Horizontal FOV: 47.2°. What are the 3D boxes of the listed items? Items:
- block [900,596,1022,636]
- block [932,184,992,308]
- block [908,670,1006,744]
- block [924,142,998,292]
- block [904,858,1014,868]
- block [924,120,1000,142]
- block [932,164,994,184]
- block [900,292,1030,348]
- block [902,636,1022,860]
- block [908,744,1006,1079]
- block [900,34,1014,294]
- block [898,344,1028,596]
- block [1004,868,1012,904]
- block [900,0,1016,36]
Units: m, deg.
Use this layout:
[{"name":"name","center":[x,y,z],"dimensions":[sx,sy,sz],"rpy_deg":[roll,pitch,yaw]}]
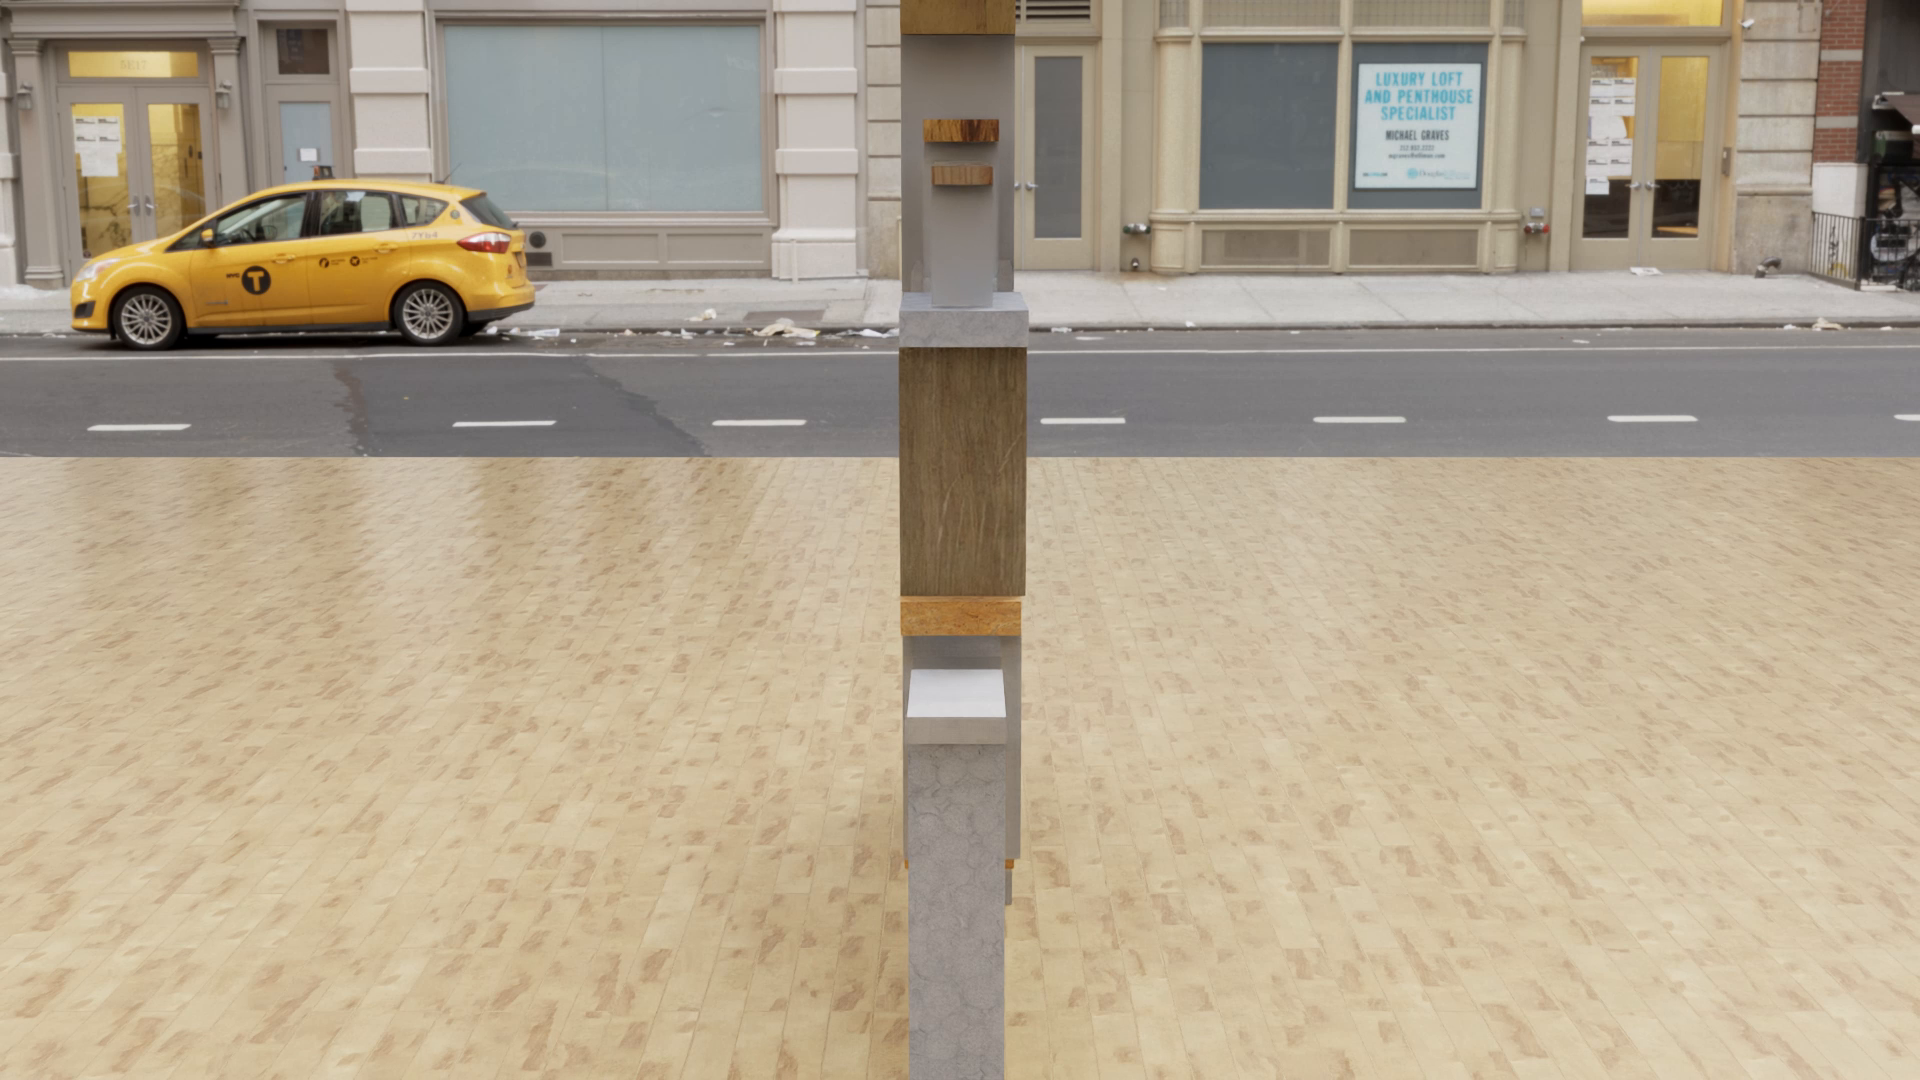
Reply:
[{"name":"block","center":[0.000,0.076,3.130],"dimensions":[0.163,0.046,0.327],"rpy_deg":[0,11,0]},{"name":"block","center":[0.002,-0.394,2.944],"dimensions":[0.081,0.163,0.023],"rpy_deg":[0,10,0]},{"name":"block","center":[-0.004,0.215,2.858],"dimensions":[0.123,0.035,0.246],"rpy_deg":[0,11,0]},{"name":"block","center":[0.001,-0.474,3.223],"dimensions":[0.109,0.218,0.031],"rpy_deg":[0,10,0]},{"name":"block","center":[-0.001,0.284,3.279],"dimensions":[0.163,0.416,0.046],"rpy_deg":[0,10,0]},{"name":"block","center":[0.002,-0.609,3.272],"dimensions":[0.109,0.031,0.218],"rpy_deg":[0,11,0]},{"name":"block","center":[0.003,-0.495,2.981],"dimensions":[0.081,0.023,0.163],"rpy_deg":[0,10,0]},{"name":"block","center":[0.004,-0.310,3.070],"dimensions":[0.171,0.049,0.343],"rpy_deg":[0,11,0]},{"name":"block","center":[0.003,0.280,3.056],"dimensions":[0.163,0.327,0.046],"rpy_deg":[0,11,0]},{"name":"block","center":[-0.004,0.492,2.826],"dimensions":[0.123,0.499,0.035],"rpy_deg":[0,11,0]},{"name":"block","center":[-0.003,-0.568,3.455],"dimensions":[0.176,0.438,0.050],"rpy_deg":[0,11,0]},{"name":"block","center":[0.004,-0.097,2.994],"dimensions":[0.171,0.343,0.049],"rpy_deg":[0,11,0]},{"name":"block","center":[0.003,0.434,3.609],"dimensions":[0.164,0.328,0.047],"rpy_deg":[0,11,0]},{"name":"block","center":[-0.003,-0.830,3.526],"dimensions":[0.176,0.050,0.353],"rpy_deg":[0,11,0]}]
